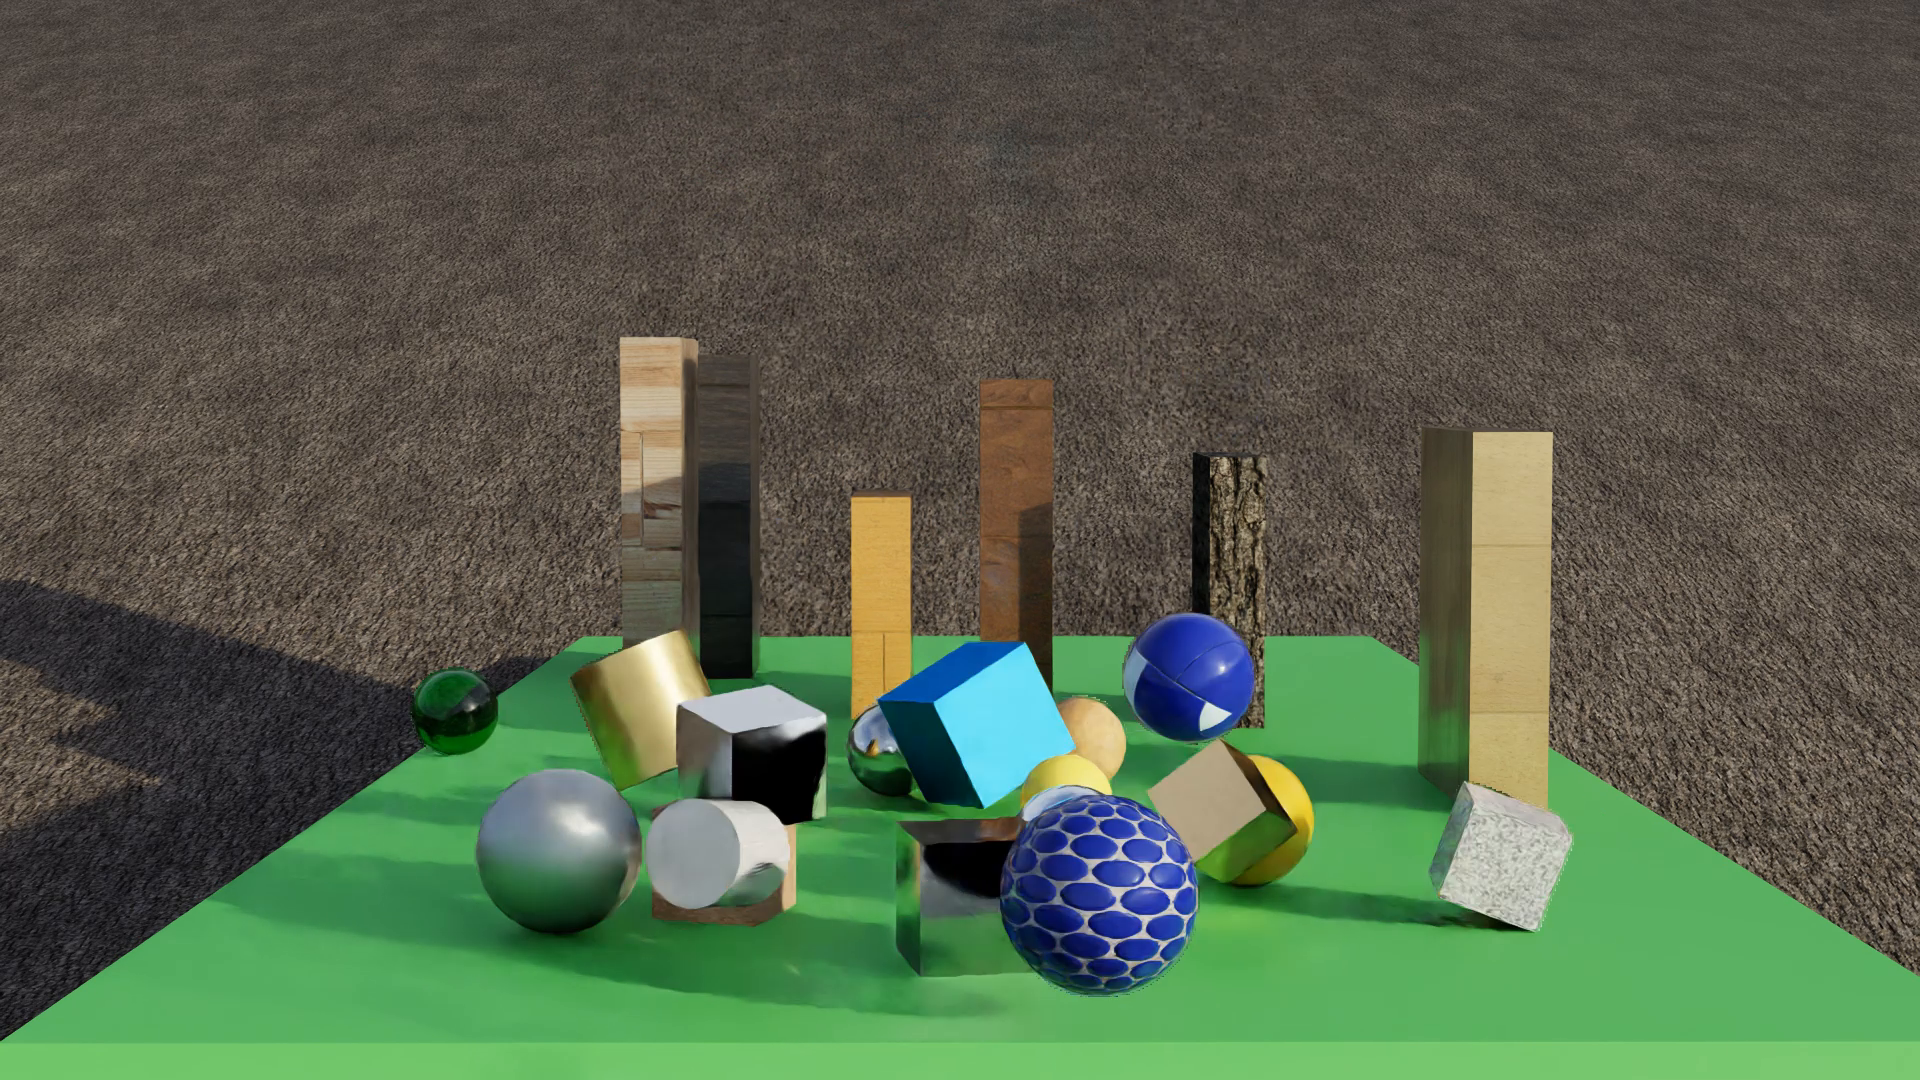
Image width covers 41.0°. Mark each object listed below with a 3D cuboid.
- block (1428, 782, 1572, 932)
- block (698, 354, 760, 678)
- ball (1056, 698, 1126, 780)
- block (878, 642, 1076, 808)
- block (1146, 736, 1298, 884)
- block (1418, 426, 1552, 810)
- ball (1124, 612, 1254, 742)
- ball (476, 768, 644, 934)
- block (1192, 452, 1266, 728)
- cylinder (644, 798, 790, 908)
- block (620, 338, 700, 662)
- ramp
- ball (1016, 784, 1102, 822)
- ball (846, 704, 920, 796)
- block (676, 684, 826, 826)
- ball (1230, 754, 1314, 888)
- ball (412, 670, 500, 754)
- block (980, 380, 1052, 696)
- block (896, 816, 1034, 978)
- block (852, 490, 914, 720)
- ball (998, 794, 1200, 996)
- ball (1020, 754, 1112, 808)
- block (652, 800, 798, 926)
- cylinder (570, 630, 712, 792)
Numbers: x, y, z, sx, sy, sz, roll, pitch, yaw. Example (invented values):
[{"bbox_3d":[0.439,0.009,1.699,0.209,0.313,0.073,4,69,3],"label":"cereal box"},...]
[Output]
[{"bbox_3d":[0.648,0.379,3.088,0.122,0.122,0.122,20,8,2],"label":"block"},{"bbox_3d":[-0.514,-0.059,5.728,0.114,0.707,0.258,0,4,0],"label":"block"},{"bbox_3d":[0.190,0.324,4.081,0.149,0.149,0.149,0,20,0],"label":"ball"},{"bbox_3d":[0.024,0.280,3.915,0.181,0.181,0.181,-31,13,-26],"label":"block"},{"bbox_3d":[0.321,0.332,3.137,0.113,0.113,0.113,36,19,-56],"label":"block"},{"bbox_3d":[0.821,0.113,4.044,0.118,0.574,0.424,0,4,0],"label":"block"},{"bbox_3d":[0.249,0.149,2.786,0.142,0.142,0.142,0,20,0],"label":"ball"},{"bbox_3d":[-0.473,0.367,3.034,0.195,0.195,0.195,0,20,0],"label":"ball"},{"bbox_3d":[0.518,0.088,4.970,0.104,0.507,0.347,0,4,0],"label":"block"},{"bbox_3d":[-0.267,0.346,2.834,0.118,0.118,0.118,9,-3,23],"label":"cylinder"},{"bbox_3d":[-0.667,-0.078,5.743,0.130,0.743,0.382,0,4,0],"label":"block"},{"bbox_3d":[0.047,0.420,4.534,2.000,0.100,4.000,0,4,0],"label":"ramp"},{"bbox_3d":[0.136,0.379,3.156,0.156,0.156,0.156,0,20,0],"label":"ball"},{"bbox_3d":[-0.104,0.328,4.030,0.148,0.148,0.148,0,20,0],"label":"ball"},{"bbox_3d":[-0.249,0.262,3.062,0.129,0.129,0.129,-10,18,-34],"label":"block"},{"bbox_3d":[0.370,0.361,3.310,0.171,0.171,0.171,0,20,0],"label":"ball"},{"bbox_3d":[-0.879,0.300,4.476,0.149,0.149,0.149,0,20,0],"label":"ball"},{"bbox_3d":[0.110,0.006,5.130,0.140,0.652,0.246,0,4,0],"label":"block"},{"bbox_3d":[0.014,0.400,2.891,0.147,0.147,0.147,-1,4,-12],"label":"block"},{"bbox_3d":[-0.152,0.122,5.076,0.113,0.428,0.312,0,4,0],"label":"block"},{"bbox_3d":[0.140,0.357,2.589,0.202,0.202,0.202,0,20,0],"label":"ball"},{"bbox_3d":[0.149,0.365,3.589,0.130,0.130,0.130,0,20,0],"label":"ball"},{"bbox_3d":[-0.288,0.390,3.152,0.134,0.134,0.134,1,4,18],"label":"block"},{"bbox_3d":[-0.441,0.244,3.668,0.178,0.178,0.178,-23,-3,-1],"label":"cylinder"}]
